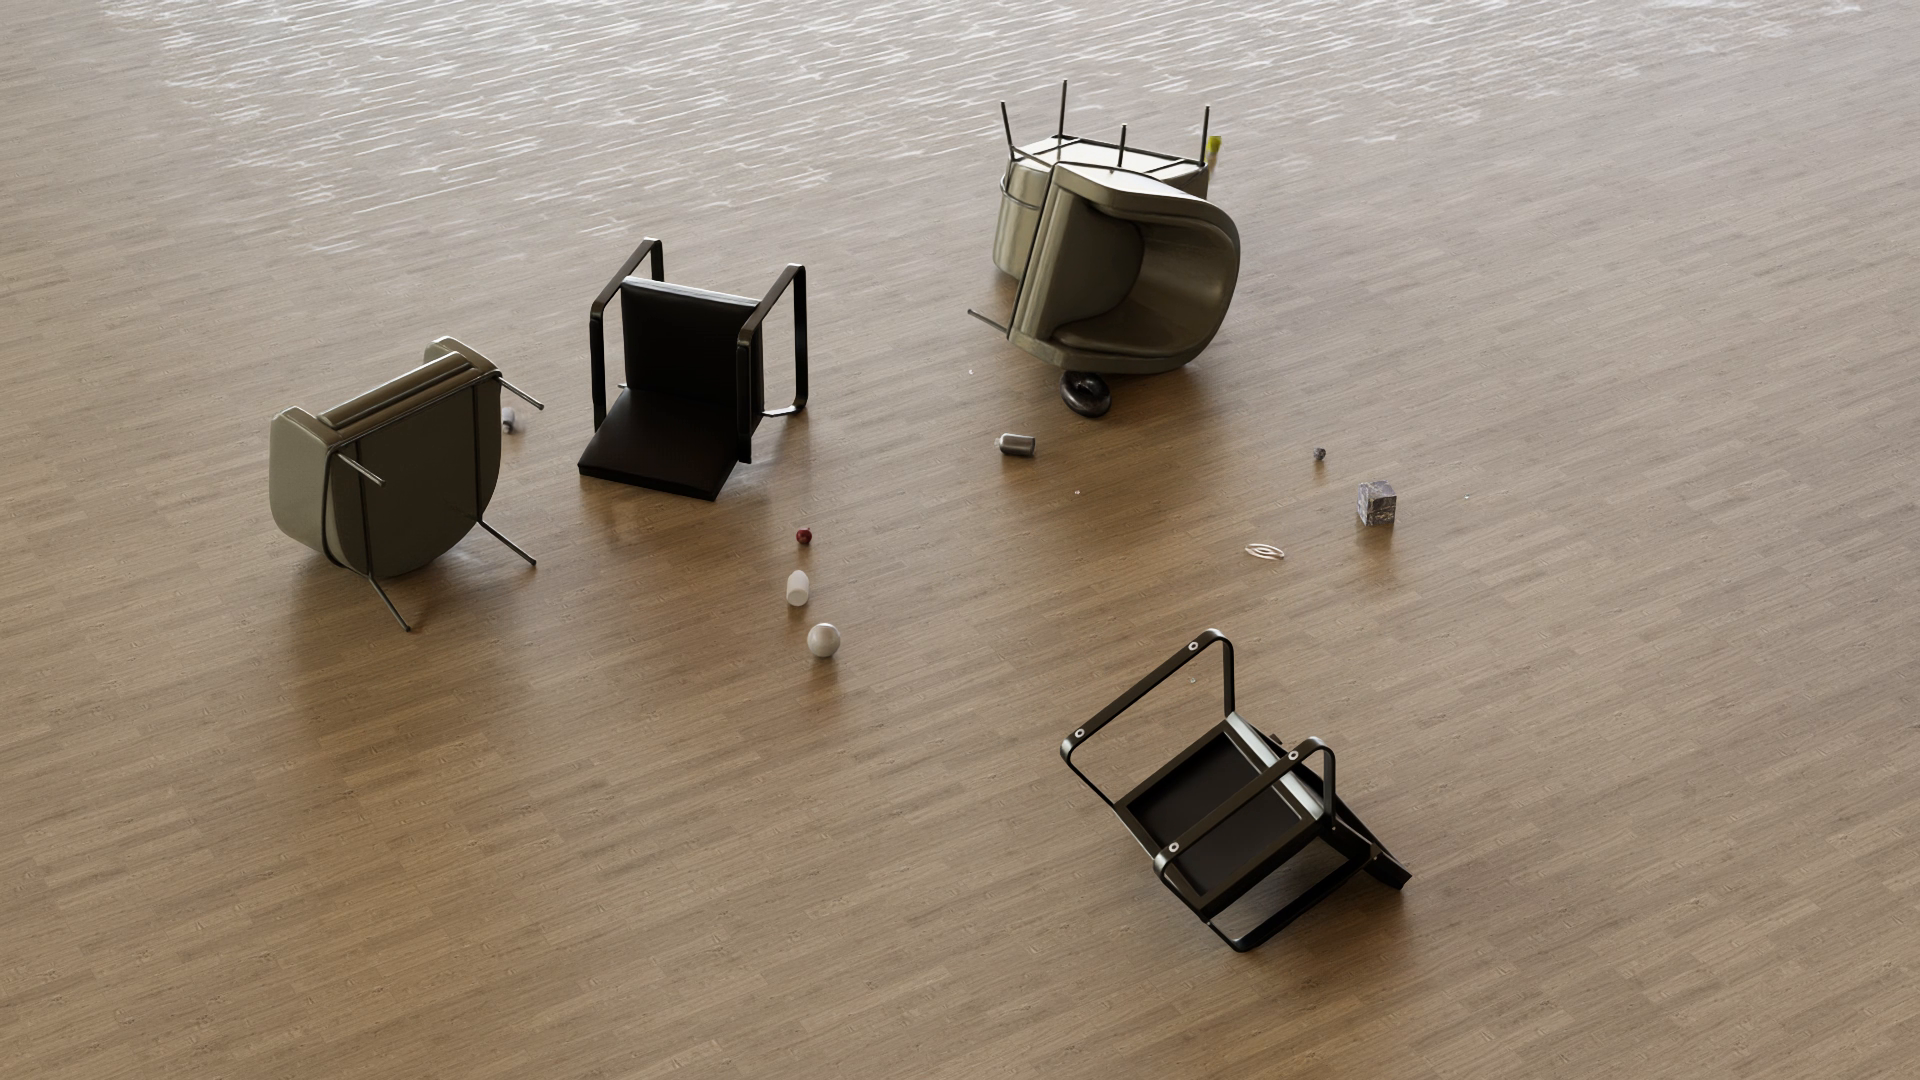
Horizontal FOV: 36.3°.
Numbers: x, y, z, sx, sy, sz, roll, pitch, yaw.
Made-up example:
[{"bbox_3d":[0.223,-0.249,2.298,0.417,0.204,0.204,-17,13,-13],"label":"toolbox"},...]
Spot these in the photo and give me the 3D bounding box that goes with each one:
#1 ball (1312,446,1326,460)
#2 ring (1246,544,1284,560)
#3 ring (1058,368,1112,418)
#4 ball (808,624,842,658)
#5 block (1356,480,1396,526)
[{"bbox_3d":[1.399,-0.338,11.411,0.051,0.051,0.051,0,33,0],"label":"ball"},{"bbox_3d":[1.128,0.043,10.863,0.148,0.018,0.075,13,36,18],"label":"ring"},{"bbox_3d":[0.502,-0.591,11.770,0.196,0.082,0.345,-8,33,-13],"label":"ring"},{"bbox_3d":[-0.477,0.352,10.302,0.119,0.119,0.119,0,33,0],"label":"ball"},{"bbox_3d":[1.569,-0.140,11.048,0.112,0.120,0.114,-6,34,-10],"label":"block"}]
